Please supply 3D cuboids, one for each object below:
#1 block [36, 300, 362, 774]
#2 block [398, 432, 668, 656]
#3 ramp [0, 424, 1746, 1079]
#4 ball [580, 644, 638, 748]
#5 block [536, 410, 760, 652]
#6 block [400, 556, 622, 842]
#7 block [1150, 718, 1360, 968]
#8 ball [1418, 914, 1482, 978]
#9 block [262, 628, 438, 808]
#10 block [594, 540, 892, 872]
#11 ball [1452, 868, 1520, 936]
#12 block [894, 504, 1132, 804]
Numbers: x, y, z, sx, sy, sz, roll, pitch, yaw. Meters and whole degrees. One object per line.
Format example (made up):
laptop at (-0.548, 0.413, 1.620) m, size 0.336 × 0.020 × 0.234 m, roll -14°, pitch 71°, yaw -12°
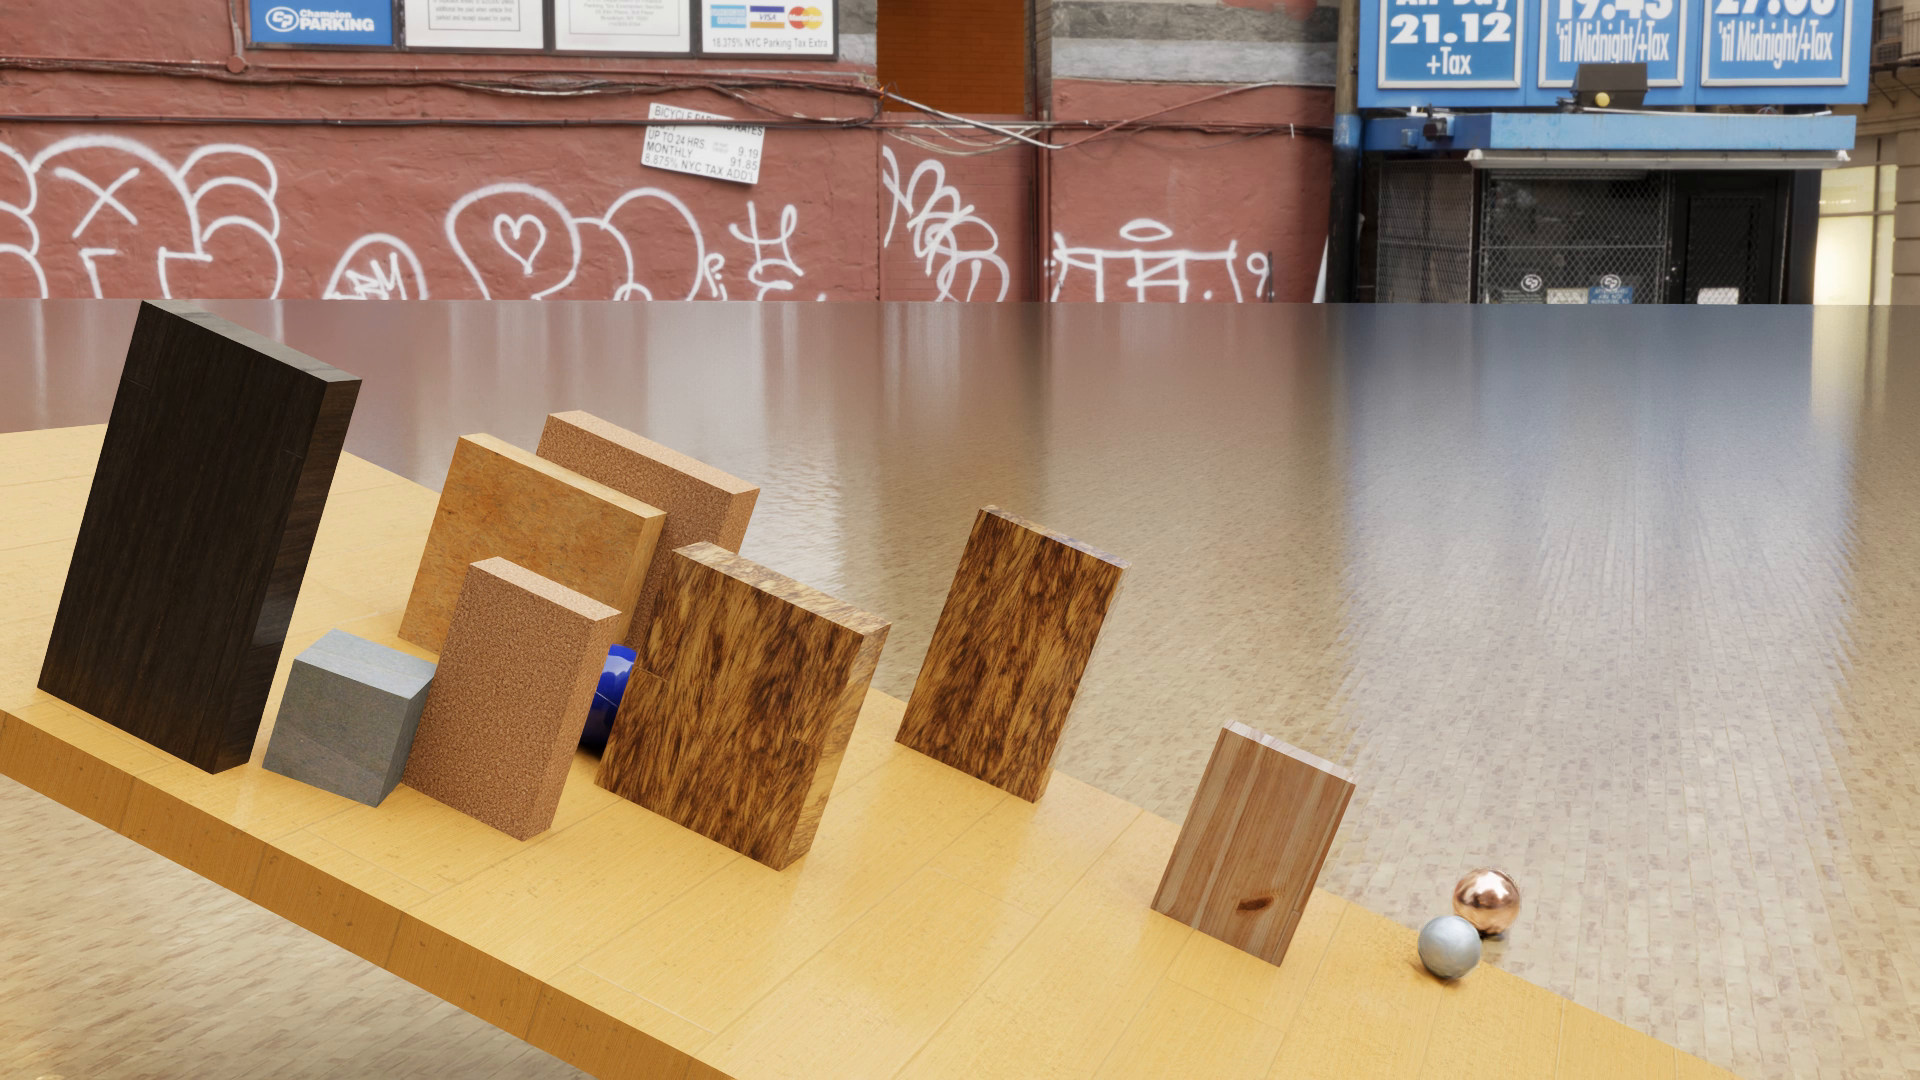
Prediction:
block at (-1.228, -0.006, 3.536) m, size 0.353 × 0.675 × 0.096 m, roll 23°, pitch 13°, yaw 13°
block at (-0.852, 0.070, 4.364) m, size 0.425 × 0.434 × 0.098 m, roll 23°, pitch 13°, yaw 13°
ramp at (-0.326, 0.590, 4.206) m, size 4.000 × 0.100 × 2.000 m, roll 23°, pitch 13°, yaw 13°
ball at (-0.675, 0.298, 4.208) m, size 0.201 × 0.201 × 0.201 m, roll 0°, pitch 7°, yaw 0°
block at (-0.696, 0.062, 4.441) m, size 0.423 × 0.521 × 0.138 m, roll 23°, pitch 13°, yaw 13°
block at (-0.761, 0.267, 3.722) m, size 0.245 × 0.408 × 0.099 m, roll 23°, pitch 13°, yaw 13°
block at (0.590, 0.605, 4.397) m, size 0.282 × 0.406 × 0.087 m, roll 23°, pitch 13°, yaw 13°
ball at (1.034, 0.859, 4.644) m, size 0.133 × 0.133 × 0.133 m, roll 0°, pitch 7°, yaw 0°
block at (-1.016, 0.296, 3.689) m, size 0.199 × 0.199 × 0.199 m, roll 20°, pitch 12°, yaw -2°
block at (-0.398, 0.299, 4.015) m, size 0.390 × 0.468 × 0.150 m, roll 23°, pitch 13°, yaw 13°
ball at (1.474, 1.016, 6.164) m, size 0.187 × 0.187 × 0.187 m, roll 0°, pitch 7°, yaw 0°
block at (0.115, 0.248, 4.821) m, size 0.341 × 0.560 × 0.093 m, roll 23°, pitch 13°, yaw 13°
